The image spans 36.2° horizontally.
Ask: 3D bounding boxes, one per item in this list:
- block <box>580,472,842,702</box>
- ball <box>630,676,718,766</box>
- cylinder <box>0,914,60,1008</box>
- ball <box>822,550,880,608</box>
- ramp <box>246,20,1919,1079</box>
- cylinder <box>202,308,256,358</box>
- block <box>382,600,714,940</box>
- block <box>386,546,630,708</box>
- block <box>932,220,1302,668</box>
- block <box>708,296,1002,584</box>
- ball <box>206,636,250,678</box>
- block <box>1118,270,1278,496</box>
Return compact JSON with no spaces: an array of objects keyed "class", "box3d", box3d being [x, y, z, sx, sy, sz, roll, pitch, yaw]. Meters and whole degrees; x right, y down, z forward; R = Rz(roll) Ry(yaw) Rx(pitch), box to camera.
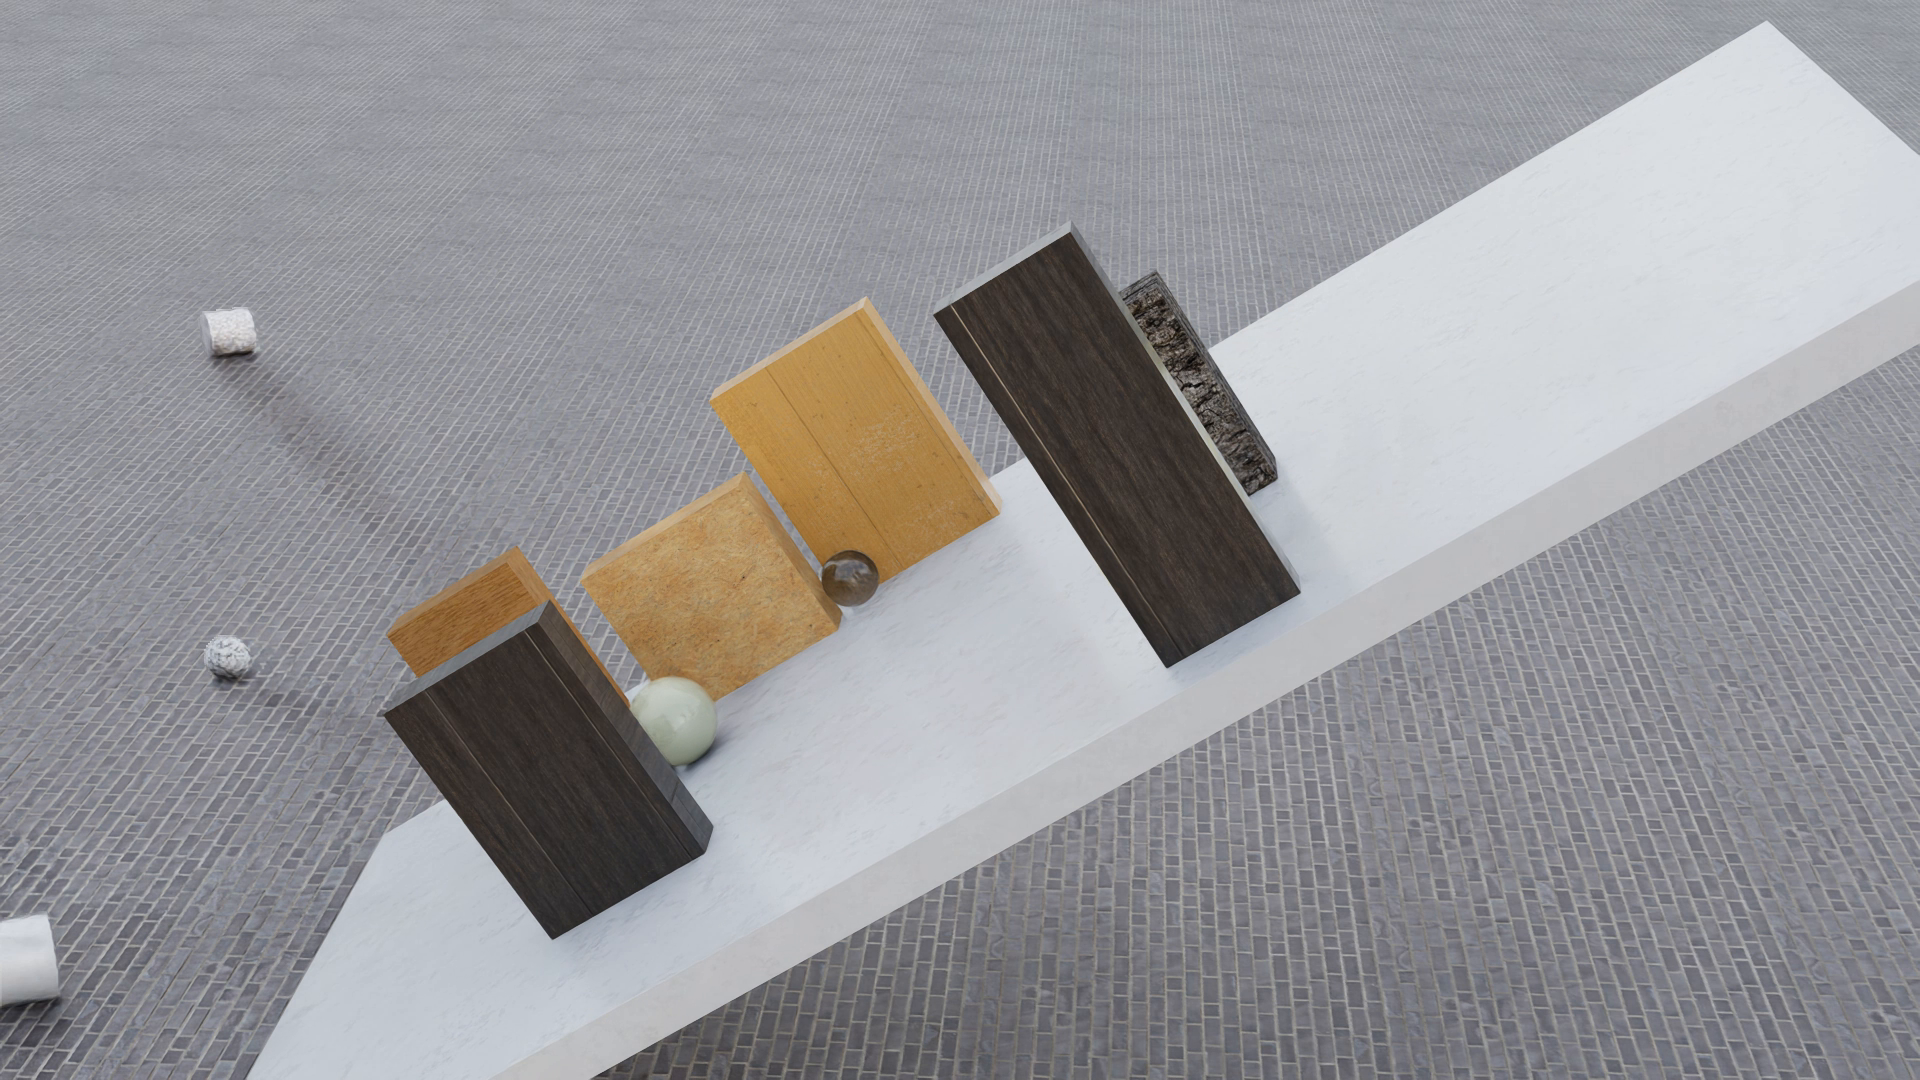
[{"class":"block","box3d":[-0.582,0.134,6.916,0.450,0.417,0.112,-30,15,13]},{"class":"ball","box3d":[-0.646,0.407,6.615,0.203,0.203,0.203,0,20,0]},{"class":"cylinder","box3d":[-2.262,1.005,6.986,0.204,0.204,0.204,-8,22,-22]},{"class":"ball","box3d":[-0.258,0.090,6.920,0.137,0.137,0.137,0,20,0]},{"class":"ramp","box3d":[0.140,0.170,6.293,4.000,0.100,2.000,-30,15,13]},{"class":"cylinder","box3d":[-3.020,-0.855,12.140,0.179,0.179,0.179,-10,22,-25]},{"class":"block","box3d":[-0.841,0.476,6.045,0.389,0.596,0.126,-30,15,13]},{"class":"block","box3d":[-0.978,0.356,6.682,0.336,0.608,0.110,-30,15,13]},{"class":"block","box3d":[0.288,-0.165,5.297,0.285,0.790,0.088,-30,15,13]},{"class":"block","box3d":[-0.243,-0.209,6.936,0.432,0.591,0.100,-30,15,13]},{"class":"ball","box3d":[-2.213,0.354,8.889,0.127,0.127,0.127,0,20,0]},{"class":"block","box3d":[0.380,-0.253,5.997,0.337,0.471,0.141,-30,15,13]}]
